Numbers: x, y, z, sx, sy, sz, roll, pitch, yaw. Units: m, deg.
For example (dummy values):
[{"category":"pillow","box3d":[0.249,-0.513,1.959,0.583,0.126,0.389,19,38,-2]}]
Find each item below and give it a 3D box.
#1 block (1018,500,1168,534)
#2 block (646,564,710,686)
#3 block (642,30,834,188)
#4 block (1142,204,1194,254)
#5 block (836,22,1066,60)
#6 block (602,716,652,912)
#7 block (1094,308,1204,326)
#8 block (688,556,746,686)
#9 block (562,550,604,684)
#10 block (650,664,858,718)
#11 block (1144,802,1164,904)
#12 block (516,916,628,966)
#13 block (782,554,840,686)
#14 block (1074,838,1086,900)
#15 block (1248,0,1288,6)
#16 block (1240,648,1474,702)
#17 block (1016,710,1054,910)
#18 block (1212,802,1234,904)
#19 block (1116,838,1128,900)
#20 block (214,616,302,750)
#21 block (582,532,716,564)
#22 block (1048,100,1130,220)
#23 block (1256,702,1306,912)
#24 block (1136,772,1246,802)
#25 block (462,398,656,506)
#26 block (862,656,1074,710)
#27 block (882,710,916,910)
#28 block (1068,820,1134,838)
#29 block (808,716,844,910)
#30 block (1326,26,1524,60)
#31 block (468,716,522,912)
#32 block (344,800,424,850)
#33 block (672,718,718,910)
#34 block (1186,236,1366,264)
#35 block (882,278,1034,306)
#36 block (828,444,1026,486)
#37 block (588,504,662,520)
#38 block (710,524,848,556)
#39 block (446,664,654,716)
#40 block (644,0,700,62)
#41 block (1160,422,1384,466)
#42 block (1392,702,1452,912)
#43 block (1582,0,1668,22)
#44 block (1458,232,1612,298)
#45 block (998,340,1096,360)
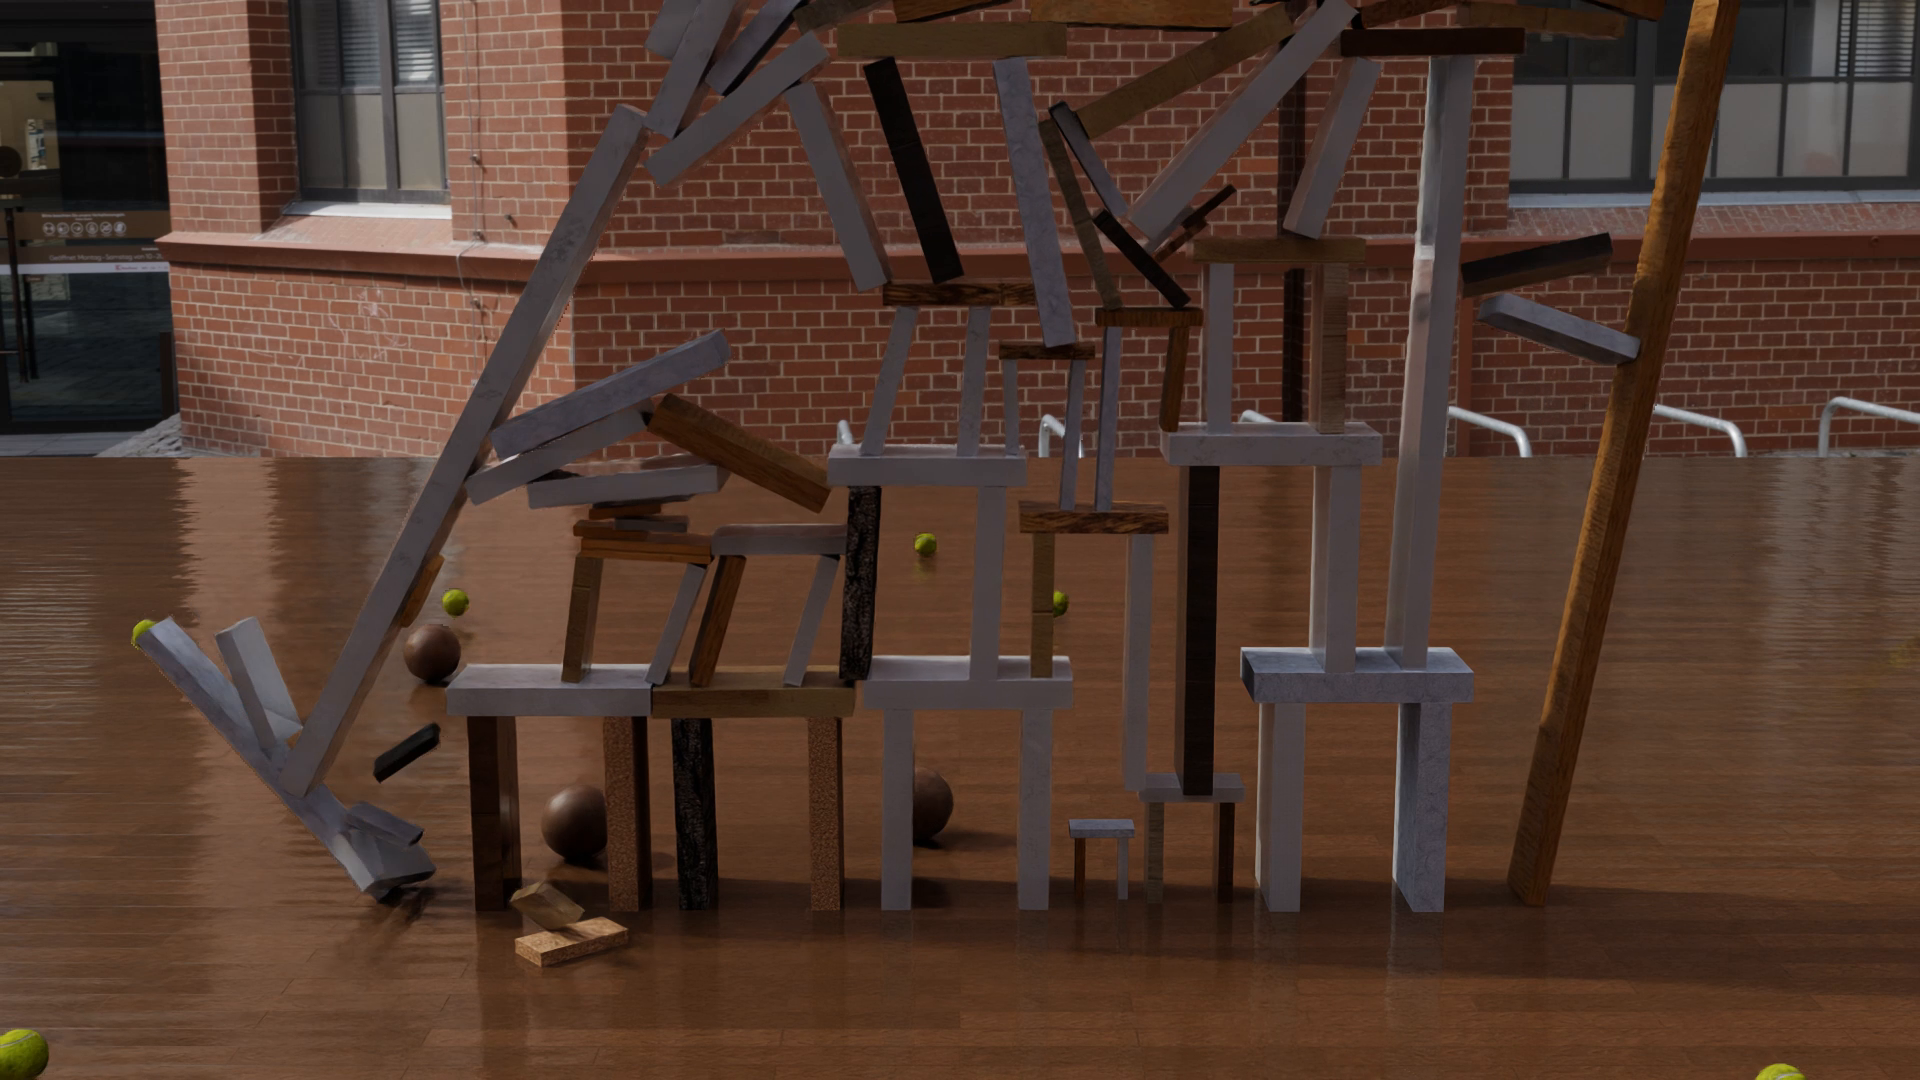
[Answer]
[{"category":"block","box3d":[0.214,-0.037,3.549,0.236,0.033,0.118,0,11,0]},{"category":"block","box3d":[-0.458,0.127,3.582,0.029,0.207,0.104,21,10,-3]},{"category":"block","box3d":[-0.342,-0.669,3.427,0.327,0.046,0.163,-37,8,5]},{"category":"block","box3d":[0.328,-0.491,3.467,0.014,0.099,0.050,44,8,-6]},{"category":"block","box3d":[-0.013,-0.774,3.413,0.346,0.049,0.173,0,10,0]},{"category":"block","box3d":[-0.549,0.429,3.636,0.046,0.328,0.164,0,11,0]},{"category":"block","box3d":[0.299,-0.354,3.491,0.166,0.023,0.083,0,11,0]},{"category":"block","box3d":[-0.396,0.121,3.579,0.031,0.216,0.108,15,7,-12]},{"category":"block","box3d":[-0.614,0.119,3.582,0.029,0.207,0.103,8,11,-1]},{"category":"block","box3d":[-0.334,0.248,3.606,0.323,0.046,0.162,-1,11,0]},{"category":"block","box3d":[0.322,0.506,3.650,0.024,0.173,0.086,0,11,0]},{"category":"block","box3d":[-0.604,0.624,3.424,0.156,0.022,0.078,-9,14,-40]},{"category":"block","box3d":[-0.240,0.121,3.572,0.031,0.216,0.108,17,10,-5]},{"category":"block","box3d":[0.199,0.538,3.658,0.015,0.106,0.053,0,11,0]},{"category":"block","box3d":[0.630,-0.875,3.389,0.347,0.049,0.174,-7,10,-1]},{"category":"block","box3d":[0.646,0.220,3.602,0.351,0.050,0.175,0,11,0]},{"category":"block","box3d":[0.123,0.423,3.643,0.048,0.338,0.169,1,11,0]},{"category":"block","box3d":[0.437,0.506,3.649,0.024,0.173,0.086,0,11,0]},{"category":"block","box3d":[0.270,0.538,3.658,0.015,0.106,0.053,0,11,0]},{"category":"block","box3d":[-1.146,0.233,3.597,0.029,0.202,0.101,-19,9,10]},{"category":"block","box3d":[-0.501,0.009,3.561,0.207,0.029,0.104,3,11,0]},{"category":"block","box3d":[0.202,-0.599,3.457,0.028,0.195,0.098,-31,12,6]},{"category":"block","box3d":[0.529,0.417,3.638,0.050,0.351,0.175,0,11,0]},{"category":"block","box3d":[0.379,0.409,3.631,0.173,0.024,0.086,0,11,0]},{"category":"block","box3d":[-0.636,-0.147,3.519,0.301,0.043,0.150,-24,10,4]},{"category":"block","box3d":[0.013,0.233,3.608,0.338,0.048,0.169,0,11,0]},{"category":"block","box3d":[-0.102,0.423,3.643,0.048,0.338,0.169,1,11,0]},{"category":"block","box3d":[0.235,0.478,3.647,0.106,0.015,0.053,0,11,0]},{"category":"block","box3d":[-0.221,0.431,3.640,0.046,0.323,0.162,0,11,0]},{"category":"block","box3d":[0.718,-0.769,3.408,0.278,0.039,0.139,-1,10,0]},{"category":"block","box3d":[-0.769,0.429,3.638,0.046,0.328,0.164,0,11,-1]},{"category":"block","box3d":[-0.949,0.470,3.625,0.117,0.017,0.058,24,16,4]},{"category":"block","box3d":[-0.438,0.431,3.640,0.046,0.323,0.162,-1,11,0]},{"category":"block","box3d":[0.496,-0.459,3.473,0.266,0.038,0.133,0,11,1]},{"category":"block","box3d":[-0.003,-0.393,3.483,0.237,0.034,0.118,0,11,0]},{"category":"block","box3d":[-0.052,-0.121,3.534,0.313,0.044,0.157,0,11,0]},{"category":"block","box3d":[-0.541,-0.051,3.561,0.116,0.016,0.058,-6,11,-4]},{"category":"block","box3d":[-0.288,-0.001,3.558,0.216,0.031,0.108,0,11,1]},{"category":"block","box3d":[-0.659,0.245,3.604,0.328,0.046,0.164,0,11,0]},{"category":"block","box3d":[-0.383,-0.903,3.400,0.049,0.344,0.172,26,8,-4]},{"category":"block","box3d":[0.495,-0.155,3.526,0.334,0.047,0.167,0,11,0]},{"category":"block","box3d":[0.763,0.417,3.638,0.050,0.351,0.175,0,11,0]},{"category":"block","box3d":[0.961,-0.856,3.401,0.237,0.034,0.118,17,14,-2]},{"category":"block","box3d":[0.912,-0.435,3.497,0.230,0.033,0.115,-11,-8,9]},{"category":"block","box3d":[0.138,-0.302,3.498,0.152,0.022,0.076,1,10,1]}]
